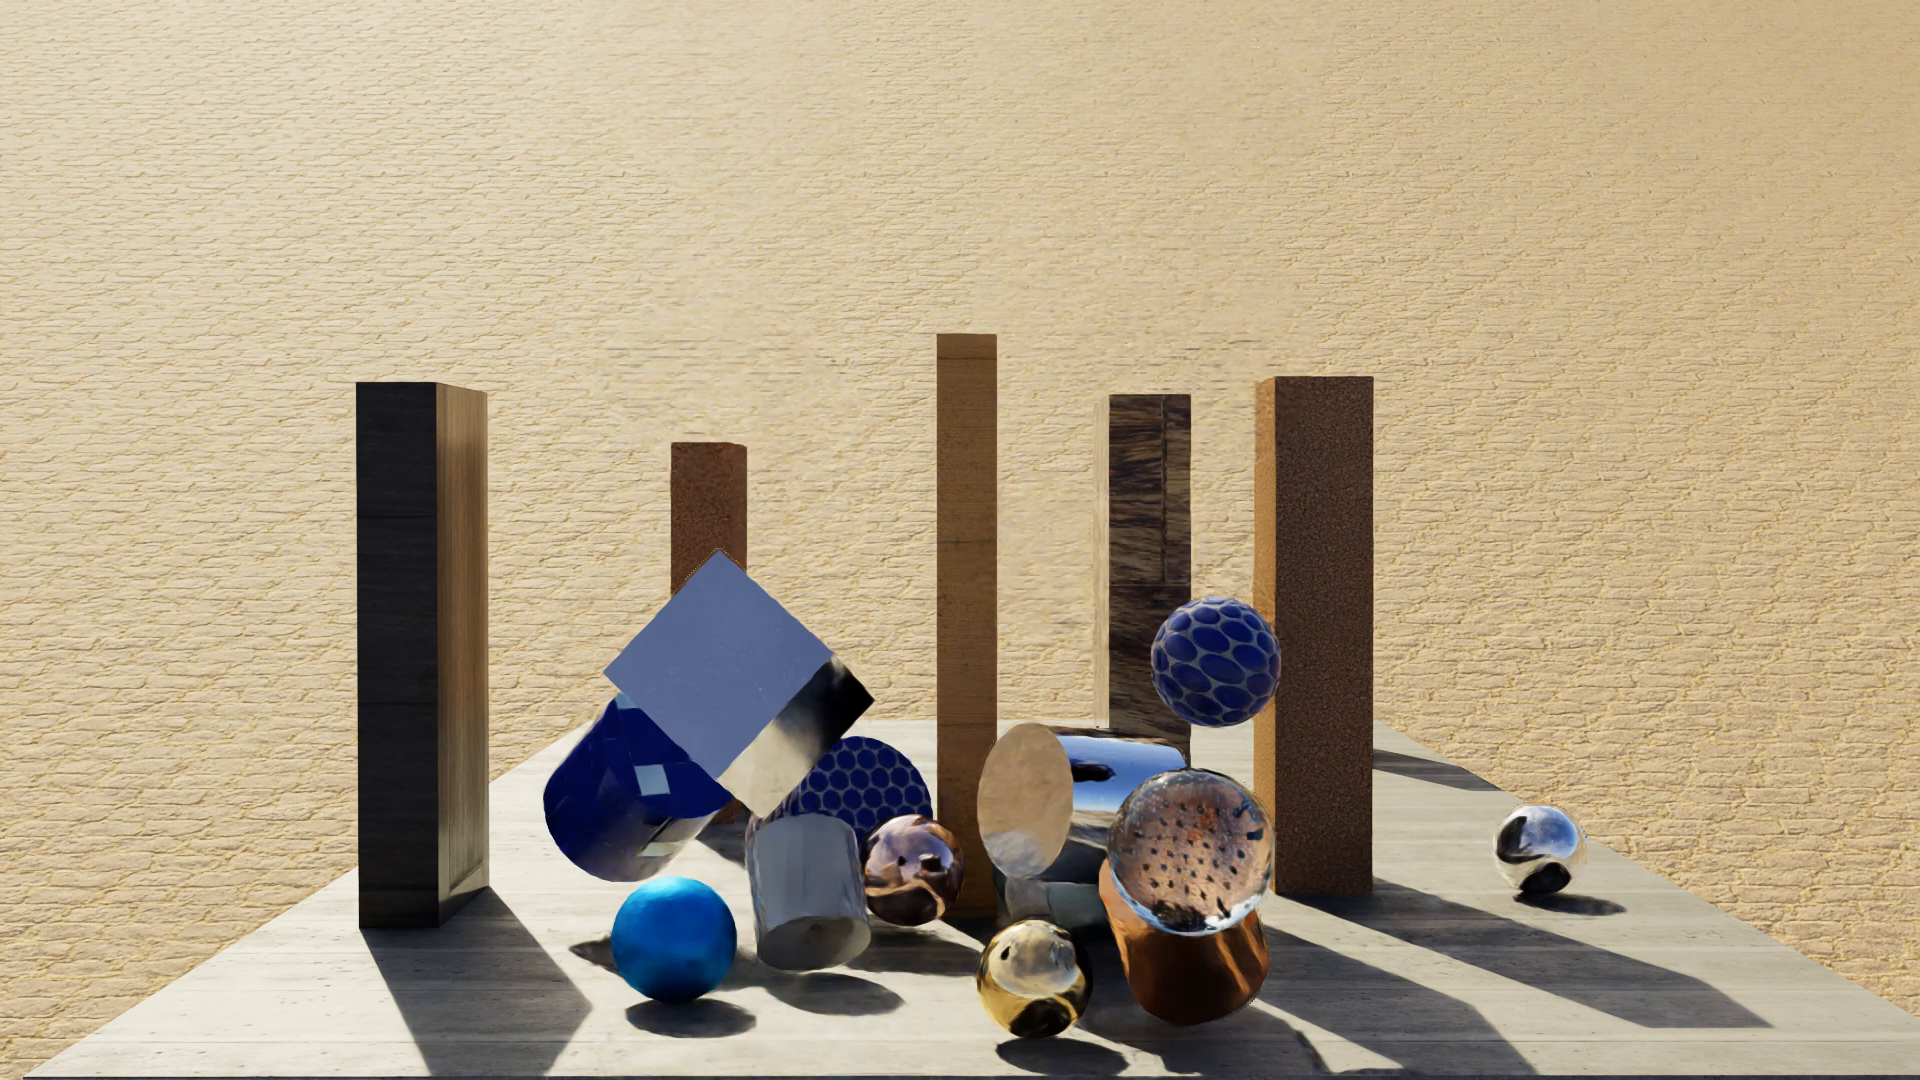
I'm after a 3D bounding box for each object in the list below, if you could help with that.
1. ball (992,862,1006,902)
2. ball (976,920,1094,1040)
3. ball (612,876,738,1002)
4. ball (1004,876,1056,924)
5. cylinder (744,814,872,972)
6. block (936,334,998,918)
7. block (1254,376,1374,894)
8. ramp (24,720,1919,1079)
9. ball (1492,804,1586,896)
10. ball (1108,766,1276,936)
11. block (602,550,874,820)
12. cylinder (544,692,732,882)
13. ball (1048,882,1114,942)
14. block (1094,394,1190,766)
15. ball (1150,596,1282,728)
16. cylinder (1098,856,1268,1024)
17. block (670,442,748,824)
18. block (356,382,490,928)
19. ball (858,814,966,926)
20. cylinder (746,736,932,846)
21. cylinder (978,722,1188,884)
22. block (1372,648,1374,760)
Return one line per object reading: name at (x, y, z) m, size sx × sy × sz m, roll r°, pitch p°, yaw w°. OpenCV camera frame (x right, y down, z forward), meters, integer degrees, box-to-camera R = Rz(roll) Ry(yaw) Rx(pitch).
ball at (0.120, 0.440, 3.489) m, size 0.155 × 0.155 × 0.155 m, roll 0°, pitch 27°, yaw 0°
ball at (0.080, 0.468, 2.748) m, size 0.126 × 0.126 × 0.126 m, roll 0°, pitch 27°, yaw 0°
ball at (-0.327, 0.457, 2.955) m, size 0.144 × 0.144 × 0.144 m, roll 0°, pitch 27°, yaw 0°
ball at (0.123, 0.456, 3.347) m, size 0.130 × 0.130 × 0.130 m, roll 0°, pitch 27°, yaw 0°
cylinder at (-0.185, 0.427, 3.120) m, size 0.138 × 0.138 × 0.138 m, roll -5°, pitch 53°, yaw -9°
block at (0.009, 0.115, 3.670) m, size 0.082 × 0.799 × 0.303 m, roll 0°, pitch 1°, yaw 0°
block at (0.526, 0.136, 3.864) m, size 0.141 × 0.749 × 0.271 m, roll 0°, pitch 1°, yaw 0°
ramp at (0.061, 0.547, 4.583) m, size 2.000 × 0.100 × 4.000 m, roll 0°, pitch 1°, yaw 0°
ball at (0.838, 0.447, 3.734) m, size 0.132 × 0.132 × 0.132 m, roll 0°, pitch 27°, yaw 0°
ball at (0.240, 0.323, 2.676) m, size 0.175 × 0.175 × 0.175 m, roll 0°, pitch 27°, yaw 0°
block at (-0.229, 0.154, 2.701) m, size 0.174 × 0.174 × 0.174 m, roll 40°, pitch 83°, yaw 22°
cylinder at (-0.424, 0.323, 3.453) m, size 0.204 × 0.204 × 0.204 m, roll 18°, pitch 51°, yaw -23°
ball at (0.167, 0.445, 3.229) m, size 0.117 × 0.117 × 0.117 m, roll 0°, pitch 27°, yaw 0°
block at (0.251, 0.160, 3.618) m, size 0.108 × 0.711 × 0.392 m, roll 0°, pitch 1°, yaw 0°
ball at (0.295, 0.141, 2.971) m, size 0.151 × 0.151 × 0.151 m, roll 0°, pitch 27°, yaw 0°
cylinder at (0.246, 0.418, 2.829) m, size 0.158 × 0.158 × 0.158 m, roll -11°, pitch 39°, yaw 9°
block at (-0.453, 0.161, 4.684) m, size 0.107 × 0.669 × 0.327 m, roll 0°, pitch 1°, yaw 0°
block at (-0.752, 0.151, 3.636) m, size 0.108 × 0.730 × 0.375 m, roll 0°, pitch 1°, yaw 0°
ball at (-0.065, 0.426, 3.333) m, size 0.145 × 0.145 × 0.145 m, roll 0°, pitch 27°, yaw 0°
cylinder at (-0.166, 0.391, 3.505) m, size 0.193 × 0.193 × 0.193 m, roll 13°, pitch 61°, yaw -23°
cylinder at (0.151, 0.319, 3.096) m, size 0.186 × 0.186 × 0.186 m, roll 9°, pitch 18°, yaw -36°
block at (0.851, 0.231, 5.791) m, size 0.095 × 0.483 × 0.365 m, roll 0°, pitch 1°, yaw 0°
